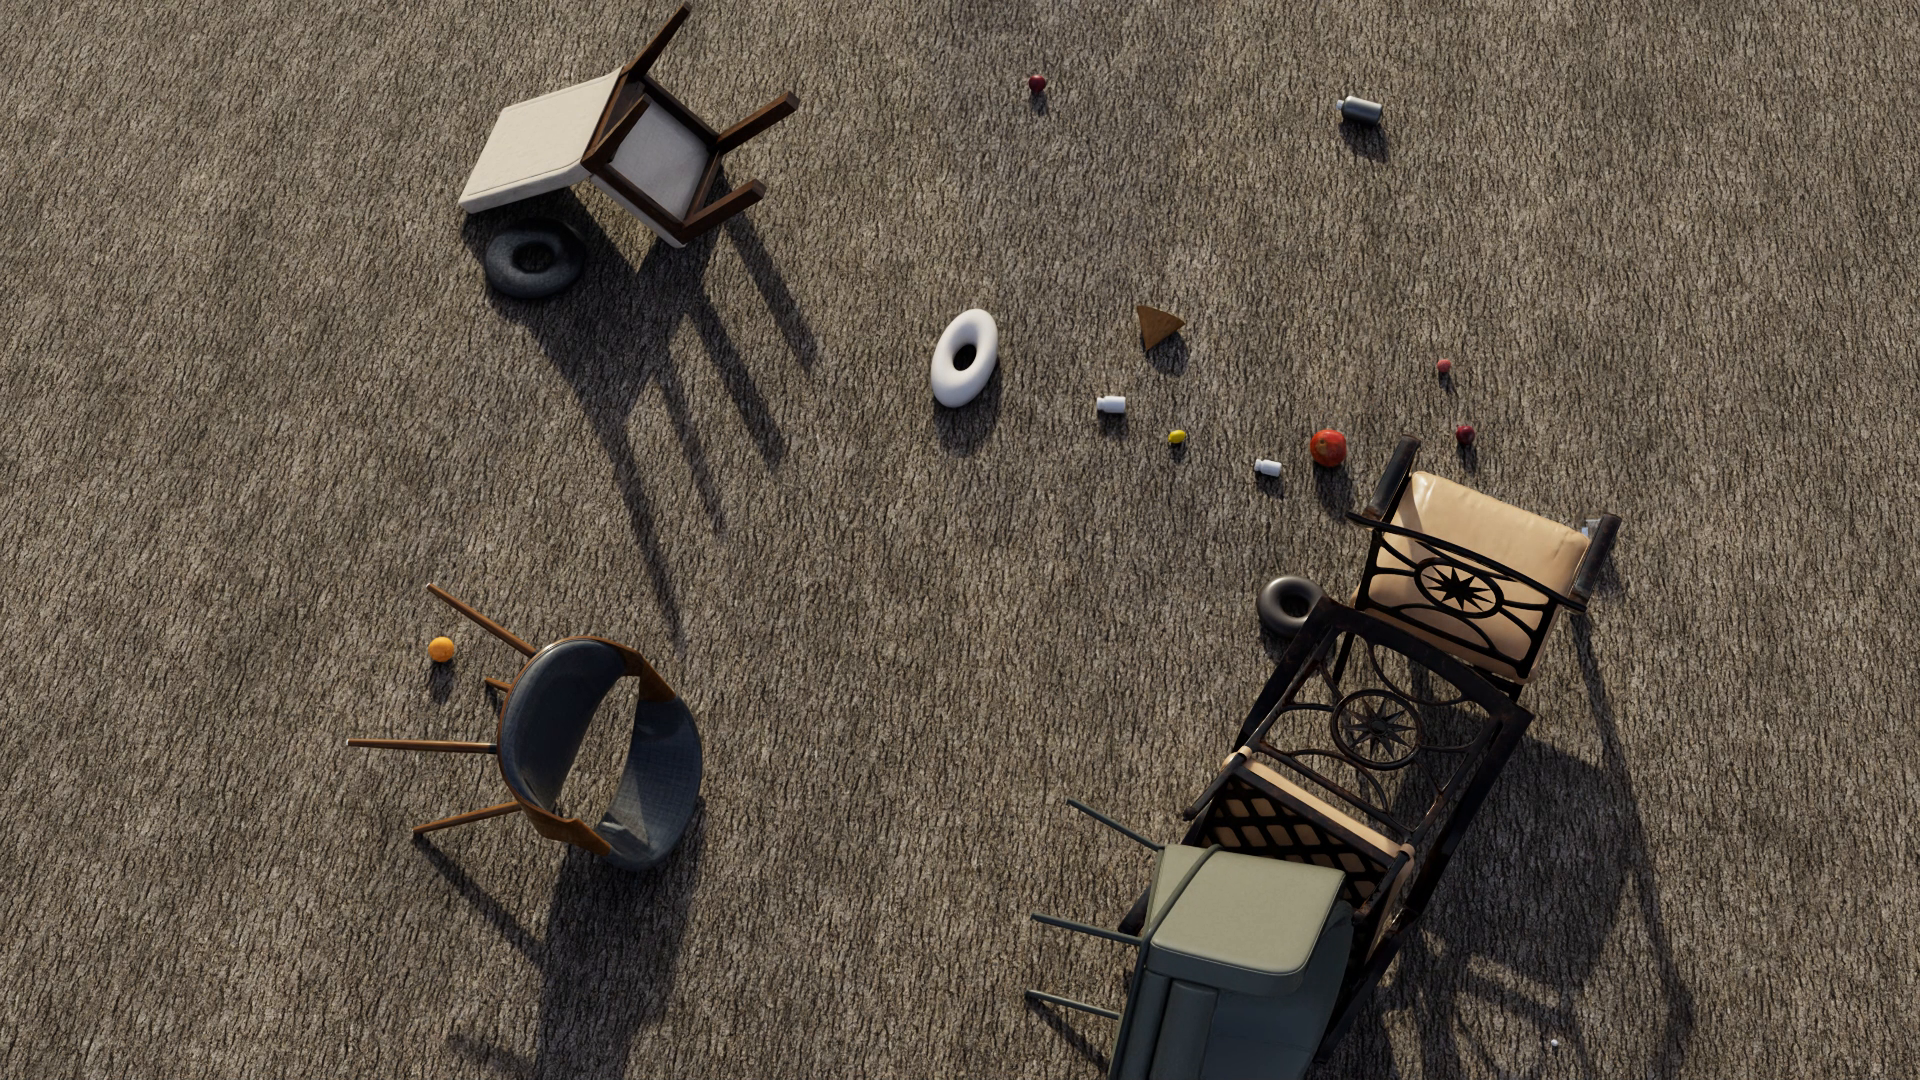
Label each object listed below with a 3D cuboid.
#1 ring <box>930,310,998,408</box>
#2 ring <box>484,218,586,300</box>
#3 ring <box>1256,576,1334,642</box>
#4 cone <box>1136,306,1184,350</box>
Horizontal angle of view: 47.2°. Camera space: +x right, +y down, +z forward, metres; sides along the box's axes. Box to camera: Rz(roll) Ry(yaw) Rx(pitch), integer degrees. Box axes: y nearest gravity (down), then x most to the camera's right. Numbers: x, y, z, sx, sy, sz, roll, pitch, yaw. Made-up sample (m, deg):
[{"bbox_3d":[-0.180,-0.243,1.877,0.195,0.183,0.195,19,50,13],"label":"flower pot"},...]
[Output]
[{"bbox_3d":[0.015,-0.572,6.900,0.194,0.097,0.383,14,58,8],"label":"ring"},{"bbox_3d":[-1.383,-0.918,7.159,0.330,0.054,0.352,9,56,5],"label":"ring"},{"bbox_3d":[0.975,0.198,6.406,0.228,0.060,0.217,34,62,20],"label":"ring"},{"bbox_3d":[0.615,-0.657,6.989,0.166,0.092,0.128,20,78,11],"label":"cone"}]
